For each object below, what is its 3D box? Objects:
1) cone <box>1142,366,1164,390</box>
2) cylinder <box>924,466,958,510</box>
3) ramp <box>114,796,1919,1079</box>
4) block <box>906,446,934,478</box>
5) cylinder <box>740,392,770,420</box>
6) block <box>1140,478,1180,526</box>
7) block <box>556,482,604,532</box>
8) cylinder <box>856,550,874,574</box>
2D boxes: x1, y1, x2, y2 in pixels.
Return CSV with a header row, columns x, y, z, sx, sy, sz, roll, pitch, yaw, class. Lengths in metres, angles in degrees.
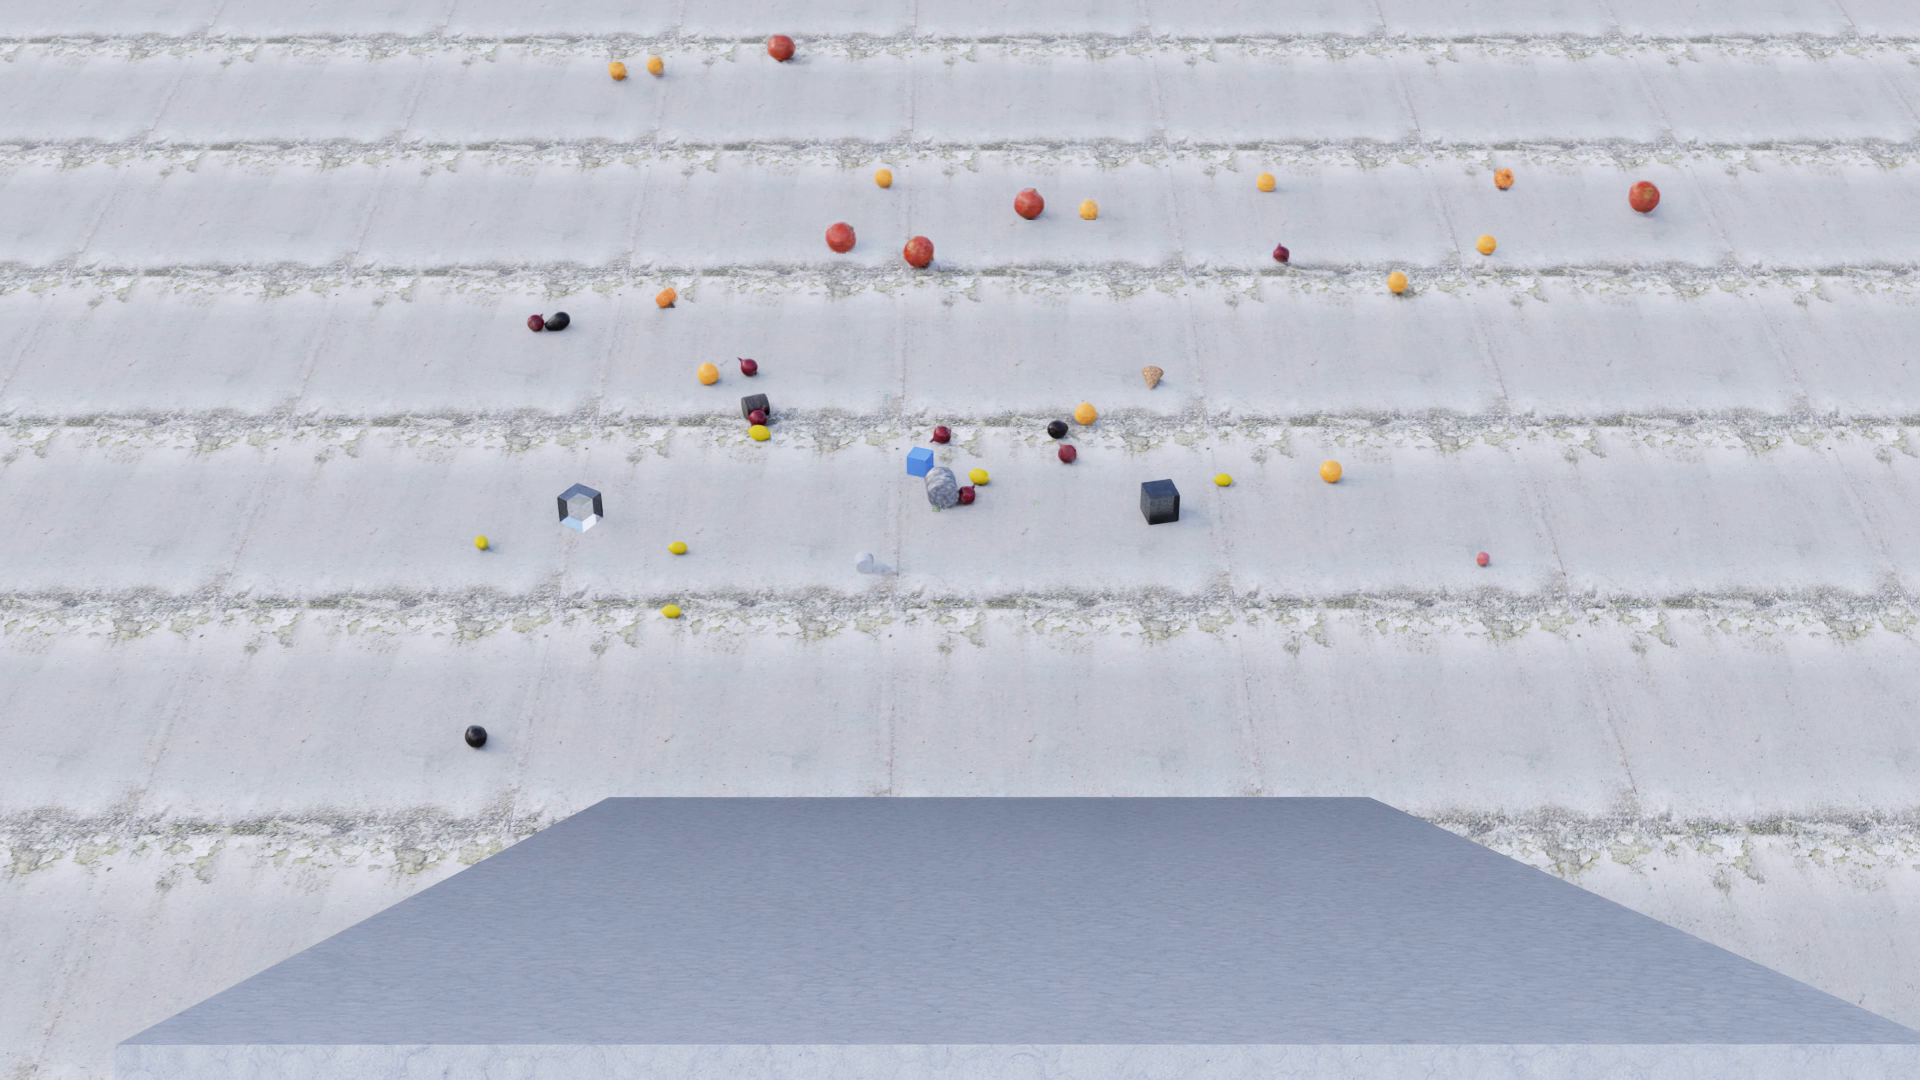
x,y,z,sx,sy,sz,roll,pitch,yaw,class
0.640,-0.529,8.667,0.074,0.074,0.074,4,62,6,cone
-0.057,-0.163,8.089,0.096,0.096,0.096,-5,35,-6,cylinder
0.077,0.663,4.832,2.000,0.100,4.000,0,-2,0,ramp
-0.126,-0.247,8.235,0.066,0.066,0.066,13,37,17,block
-0.670,-0.438,8.502,0.075,0.075,0.075,-13,37,-18,cylinder
0.618,-0.118,8.024,0.096,0.096,0.096,-8,36,-11,block
-1.169,-0.100,8.000,0.096,0.096,0.096,21,40,27,block
-0.286,0.067,7.799,0.050,0.050,0.050,-3,35,-4,cylinder
